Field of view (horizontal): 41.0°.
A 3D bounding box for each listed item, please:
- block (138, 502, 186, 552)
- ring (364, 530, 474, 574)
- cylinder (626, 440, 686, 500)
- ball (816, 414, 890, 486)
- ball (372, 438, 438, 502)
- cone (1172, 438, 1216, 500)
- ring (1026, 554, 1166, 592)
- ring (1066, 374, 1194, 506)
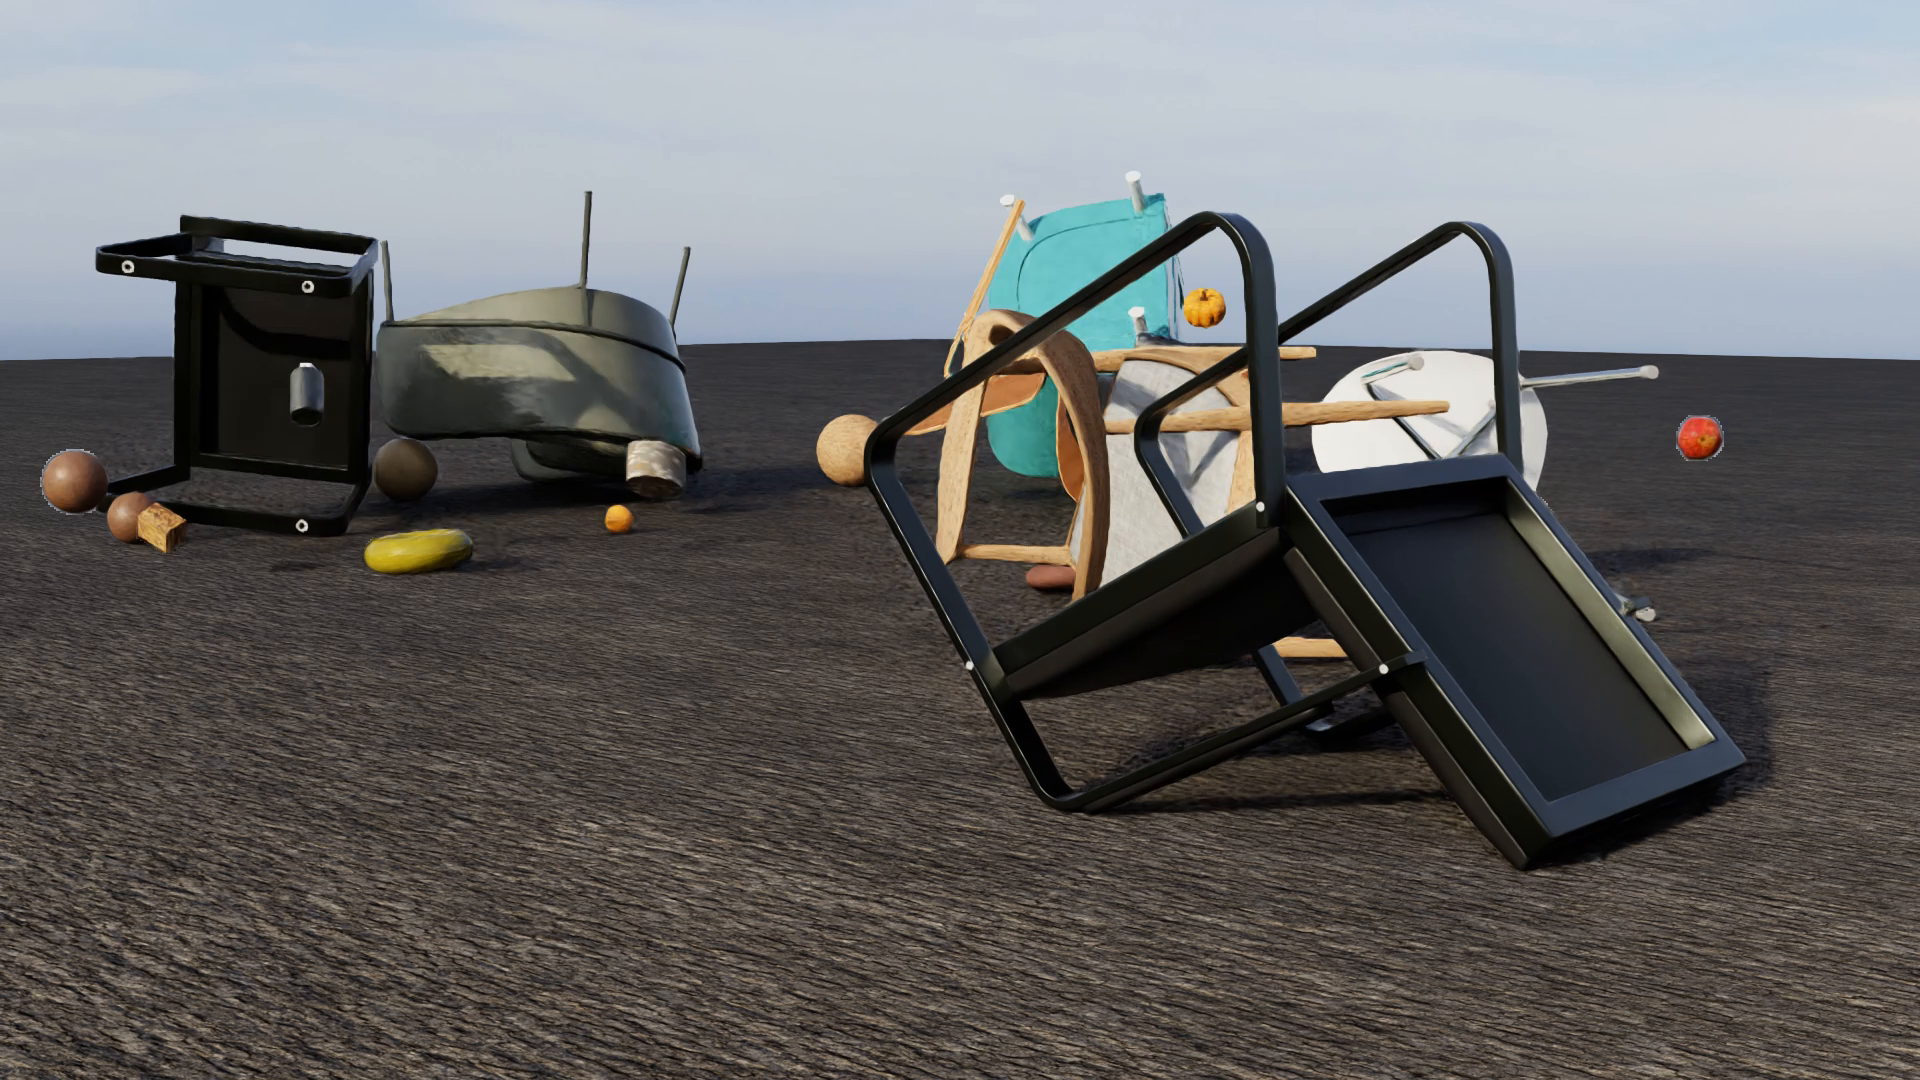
[{"bbox_3d":[-1.899,-0.029,6.105,0.092,0.063,0.064,28,41,17],"label":"block"},{"bbox_3d":[-1.212,0.026,5.752,0.240,0.080,0.242,-3,6,19],"label":"ring"},{"bbox_3d":[-0.833,-0.192,7.039,0.135,0.105,0.201,-12,-22,26],"label":"cylinder"},{"bbox_3d":[-0.334,-0.280,8.016,0.228,0.228,0.228,0,6,0],"label":"ball"},{"bbox_3d":[-1.620,-0.206,7.493,0.188,0.188,0.188,0,6,0],"label":"ball"},{"bbox_3d":[0.684,-0.218,7.625,0.157,0.185,0.133,-2,6,-16],"label":"cone"},{"bbox_3d":[0.287,0.067,5.388,0.370,0.059,0.217,-5,-1,-45],"label":"ring"},{"bbox_3d":[0.452,-0.267,6.832,0.165,0.402,0.387,-42,9,-13],"label":"ring"}]
